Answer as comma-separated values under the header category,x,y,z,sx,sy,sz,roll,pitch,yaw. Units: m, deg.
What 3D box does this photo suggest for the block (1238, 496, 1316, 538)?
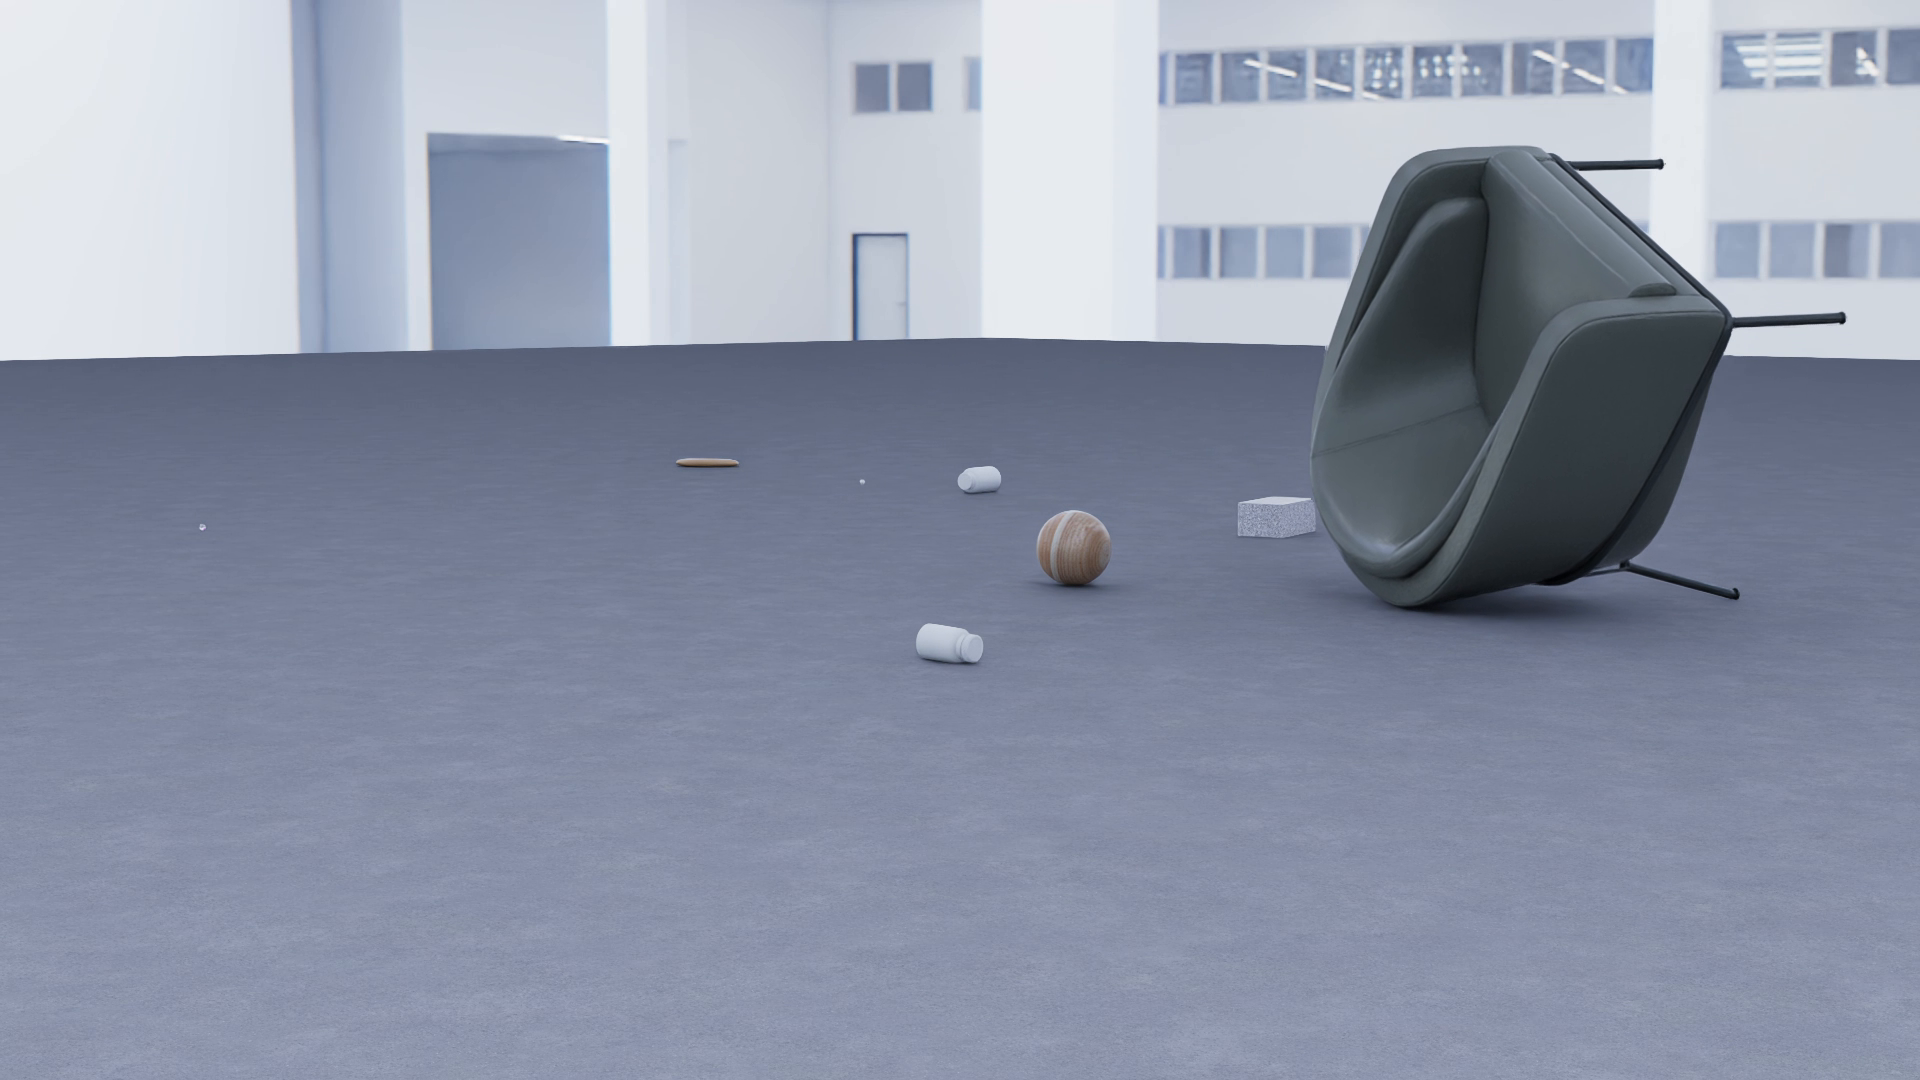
category,x,y,z,sx,sy,sz,roll,pitch,yaw
block,0.813,-0.059,6.580,0.123,0.084,0.212,4,7,31

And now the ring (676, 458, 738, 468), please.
category,x,y,z,sx,sy,sz,roll,pitch,yaw
ring,-0.874,-0.267,8.872,0.220,0.026,0.082,1,5,5

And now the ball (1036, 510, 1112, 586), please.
category,x,y,z,sx,sy,sz,roll,pitch,yaw
ball,0.242,0.017,5.462,0.161,0.161,0.161,0,6,0
